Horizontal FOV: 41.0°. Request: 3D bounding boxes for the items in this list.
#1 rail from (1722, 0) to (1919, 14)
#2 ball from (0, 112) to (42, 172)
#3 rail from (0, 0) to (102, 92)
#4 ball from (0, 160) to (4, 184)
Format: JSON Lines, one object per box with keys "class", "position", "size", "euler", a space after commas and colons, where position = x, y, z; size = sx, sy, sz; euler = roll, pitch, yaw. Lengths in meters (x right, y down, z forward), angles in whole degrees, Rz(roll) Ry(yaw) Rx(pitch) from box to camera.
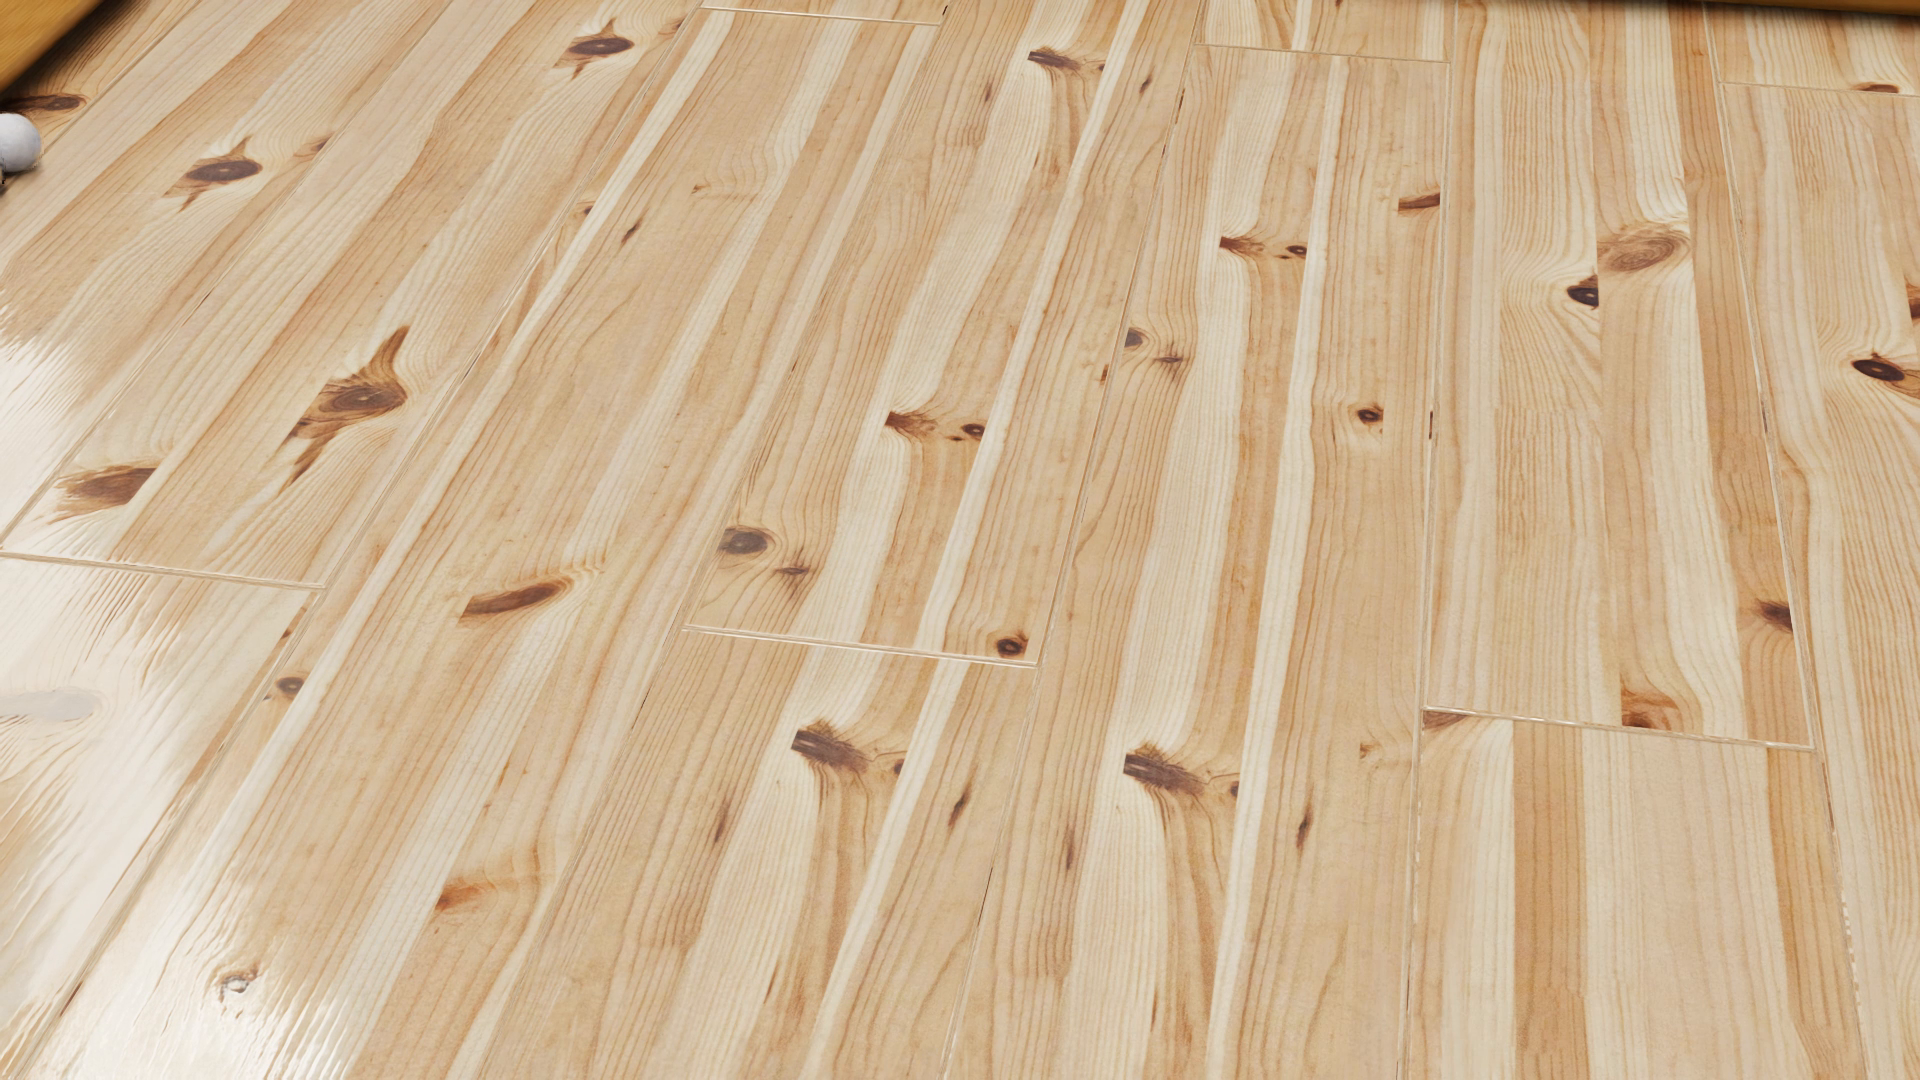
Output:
{"class": "rail", "position": [1.195, -0.528, 2.481], "size": [4.096, 0.099, 0.045], "euler": [6, 36, 8]}
{"class": "ball", "position": [-0.842, -0.352, 2.275], "size": [0.053, 0.053, 0.053], "euler": [0, 35, 0]}
{"class": "rail", "position": [-0.985, -0.120, 1.906], "size": [0.045, 0.099, 2.194], "euler": [6, 36, 8]}
{"class": "ball", "position": [-0.859, -0.322, 2.236], "size": [0.049, 0.049, 0.049], "euler": [0, 35, 0]}
